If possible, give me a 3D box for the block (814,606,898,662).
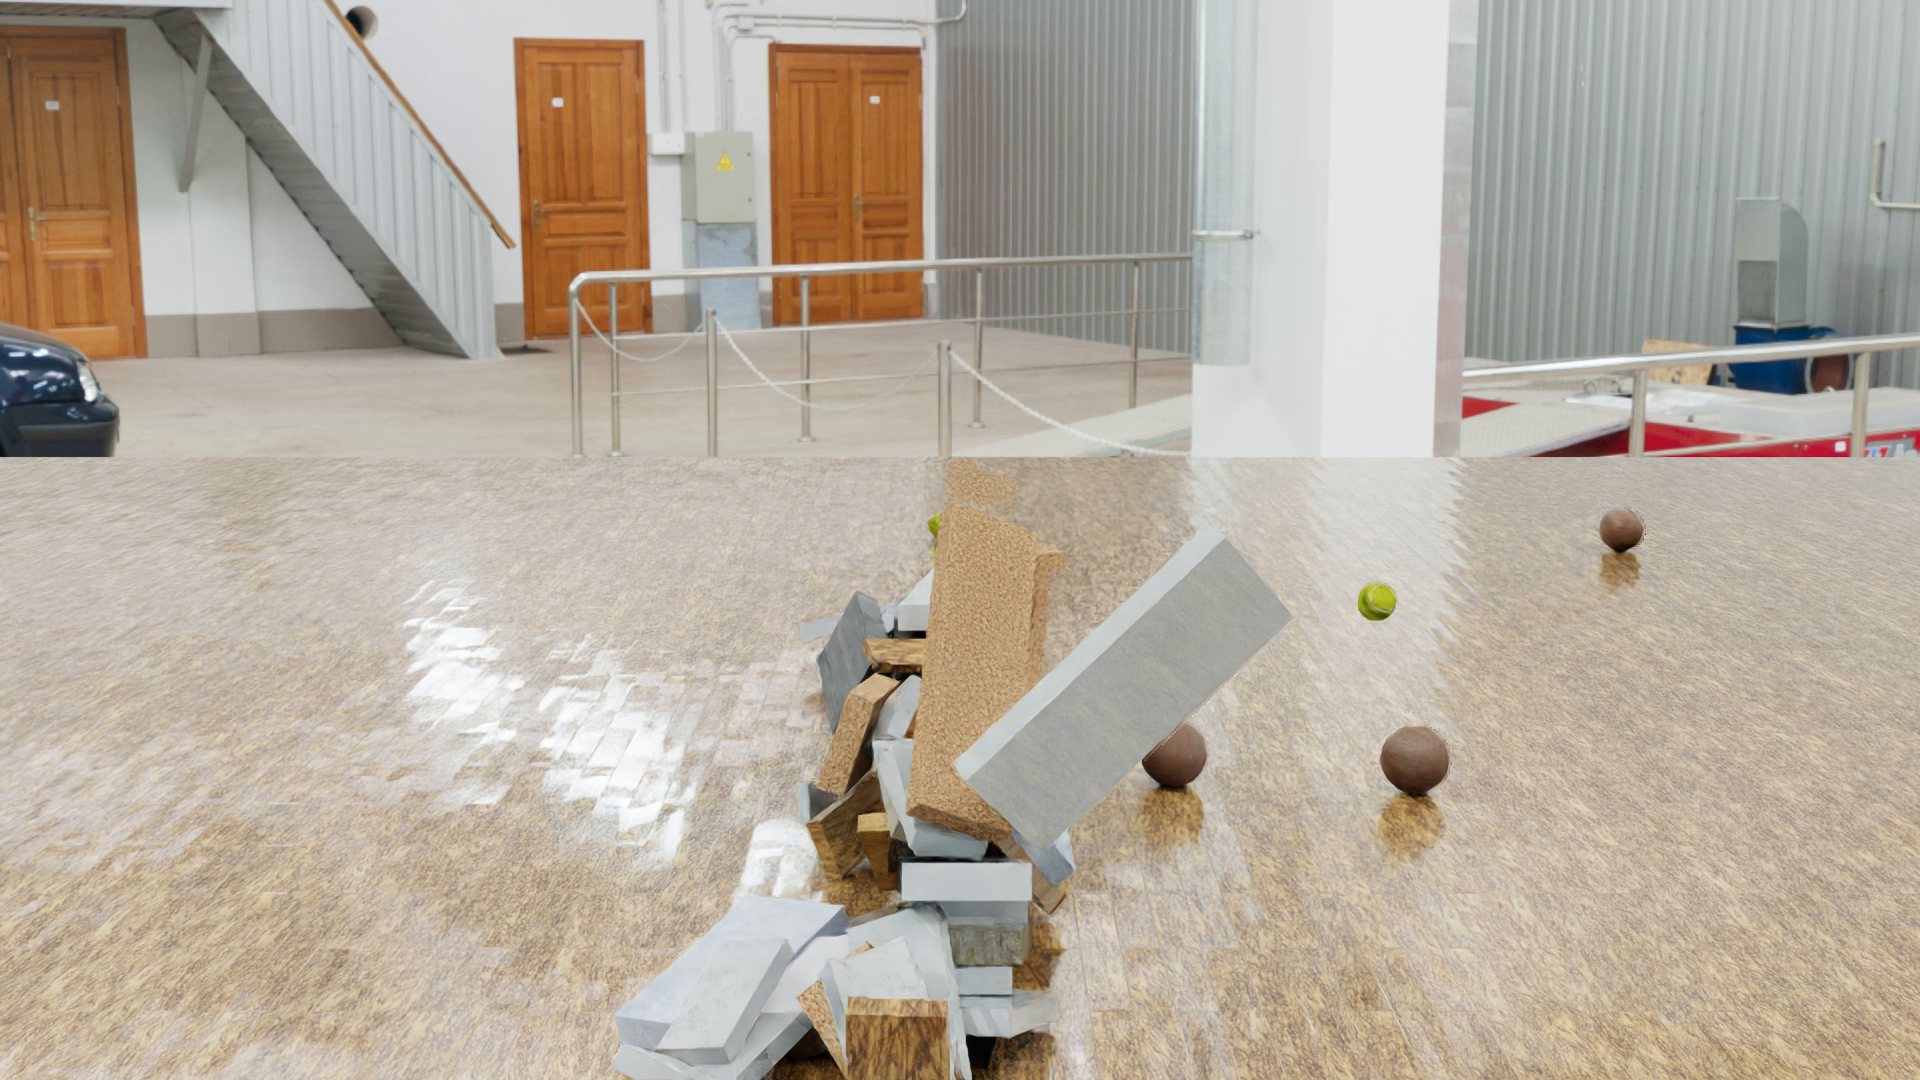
[{"bbox_3d":[-0.210,0.212,4.891,0.139,0.039,0.406,-31,-1,-21],"label":"block"}]

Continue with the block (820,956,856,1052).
[{"bbox_3d":[-0.139,0.583,2.702,0.018,0.130,0.065,-13,-22,-19],"label":"block"}]

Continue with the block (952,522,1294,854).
[{"bbox_3d":[0.216,0.197,2.893,0.459,0.171,0.049,-43,31,1],"label":"block"}]

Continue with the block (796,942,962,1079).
[{"bbox_3d":[-0.106,0.643,2.840,0.119,0.034,0.239,-38,47,-3],"label":"block"}]

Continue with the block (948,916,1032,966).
[{"bbox_3d":[0.013,0.590,3.247,0.172,0.049,0.345,-1,-7,4],"label":"block"}]

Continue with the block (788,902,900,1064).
[{"bbox_3d":[-0.162,0.631,3.159,0.171,0.049,0.343,-21,10,2],"label":"block"}]

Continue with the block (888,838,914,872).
[{"bbox_3d":[-0.049,0.469,3.393,0.108,0.031,0.216,2,-25,-5],"label":"block"}]

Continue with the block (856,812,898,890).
[{"bbox_3d":[-0.092,0.500,3.527,0.108,0.031,0.216,-4,-34,8],"label":"block"}]

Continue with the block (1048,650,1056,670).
[{"bbox_3d":[0.200,0.312,4.844,0.021,0.075,0.150,4,28,-1],"label":"block"}]

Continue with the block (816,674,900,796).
[{"bbox_3d":[-0.174,0.334,3.824,0.048,0.168,0.337,19,4,5],"label":"block"}]

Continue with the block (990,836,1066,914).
[{"bbox_3d":[0.056,0.472,3.480,0.040,0.284,0.142,-46,42,-14],"label":"block"}]

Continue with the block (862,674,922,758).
[{"bbox_3d":[-0.107,0.292,3.600,0.030,0.105,0.211,27,-19,-5],"label":"block"}]

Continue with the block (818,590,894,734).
[{"bbox_3d":[-0.201,0.240,4.232,0.048,0.168,0.337,25,15,-17],"label":"block"}]

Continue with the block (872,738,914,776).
[{"bbox_3d":[-0.038,0.384,3.655,0.172,0.049,0.387,-3,-14,3],"label":"block"}]

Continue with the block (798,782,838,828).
[{"bbox_3d":[-0.253,0.478,3.925,0.021,0.075,0.150,-7,-13,15],"label":"block"}]

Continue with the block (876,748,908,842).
[{"bbox_3d":[-0.057,0.383,3.213,0.108,0.031,0.216,19,18,-15],"label":"block"}]

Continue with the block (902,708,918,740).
[{"bbox_3d":[-0.080,0.344,3.836,0.030,0.105,0.211,17,-17,8],"label":"block"}]

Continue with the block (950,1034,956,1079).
[{"bbox_3d":[-0.042,0.651,2.668,0.065,0.130,0.018,12,25,17],"label":"block"}]

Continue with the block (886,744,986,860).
[{"bbox_3d":[-0.036,0.362,3.059,0.102,0.029,0.203,11,27,-19],"label":"block"}]

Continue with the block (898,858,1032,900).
[{"bbox_3d":[0.003,0.472,3.074,0.172,0.049,0.345,0,-7,-2],"label":"block"}]

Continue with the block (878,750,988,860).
[{"bbox_3d":[-0.040,0.373,3.101,0.102,0.029,0.203,8,29,-24],"label":"block"}]

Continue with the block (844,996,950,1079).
[{"bbox_3d":[-0.072,0.660,2.636,0.119,0.239,0.034,1,23,5],"label":"block"}]

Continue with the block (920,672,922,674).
[{"bbox_3d":[0.009,0.258,3.971,0.150,0.021,0.075,12,-14,42],"label":"block"}]

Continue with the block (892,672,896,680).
[{"bbox_3d":[-0.086,0.242,4.689,0.143,0.040,0.285,11,-29,-41],"label":"block"}]

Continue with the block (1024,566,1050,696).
[{"bbox_3d":[0.106,0.151,3.396,0.030,0.211,0.105,4,-8,13],"label":"block"}]

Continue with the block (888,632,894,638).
[{"bbox_3d":[-0.107,0.218,4.789,0.119,0.034,0.238,-8,-25,-43],"label":"block"}]

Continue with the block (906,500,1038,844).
[{"bbox_3d":[0.021,0.179,3.091,0.142,0.497,0.040,21,-38,-20],"label":"block"}]

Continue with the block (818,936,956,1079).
[{"bbox_3d":[-0.085,0.634,2.765,0.119,0.239,0.034,-23,-26,5],"label":"block"}]

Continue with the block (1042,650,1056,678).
[{"bbox_3d":[0.071,0.260,3.443,0.109,0.218,0.031,29,-24,-26],"label":"block"}]

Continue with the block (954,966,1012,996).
[{"bbox_3d":[0.003,0.624,3.162,0.131,0.037,0.261,0,-7,-2],"label":"block"}]

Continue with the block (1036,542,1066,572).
[{"bbox_3d":[0.094,0.029,4.531,0.139,0.039,0.278,-4,10,-23],"label":"block"}]

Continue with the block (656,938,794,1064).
[{"bbox_3d":[-0.314,0.620,2.962,0.105,0.030,0.211,-8,29,27],"label":"block"}]

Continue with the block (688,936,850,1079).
[{"bbox_3d":[-0.250,0.650,2.988,0.105,0.030,0.395,-7,17,32],"label":"block"}]

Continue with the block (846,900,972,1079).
[{"bbox_3d":[-0.068,0.613,2.891,0.130,0.037,0.261,-21,49,12],"label":"block"}]

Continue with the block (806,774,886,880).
[{"bbox_3d":[-0.179,0.494,3.806,0.030,0.105,0.211,-16,9,34],"label":"block"}]

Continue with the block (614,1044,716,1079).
[{"bbox_3d":[-0.308,0.693,2.729,0.231,0.033,0.116,18,-12,32],"label":"block"}]

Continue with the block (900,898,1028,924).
[{"bbox_3d":[0.001,0.559,3.399,0.172,0.049,0.345,0,-6,-4],"label":"block"}]

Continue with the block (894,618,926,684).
[{"bbox_3d":[-0.033,0.256,4.118,0.172,0.049,0.344,-3,31,-2],"label":"block"}]

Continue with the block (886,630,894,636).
[{"bbox_3d":[-0.215,0.259,5.146,0.147,0.042,0.294,-23,12,6],"label":"block"}]

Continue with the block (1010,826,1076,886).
[{"bbox_3d":[0.101,0.382,3.271,0.040,0.142,0.283,-35,20,10],"label":"block"}]

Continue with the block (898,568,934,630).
[{"bbox_3d":[0.002,0.109,4.337,0.168,0.048,0.458,-1,9,9],"label":"block"}]

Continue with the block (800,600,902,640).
[{"bbox_3d":[-0.222,0.185,5.167,0.278,0.039,0.139,-14,-4,26],"label":"block"}]

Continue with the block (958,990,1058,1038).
[{"bbox_3d":[0.039,0.646,3.017,0.131,0.037,0.261,0,-6,16],"label":"block"}]

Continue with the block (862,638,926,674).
[{"bbox_3d":[-0.099,0.215,4.069,0.150,0.021,0.075,3,34,-28],"label":"block"}]

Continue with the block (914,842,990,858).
[{"bbox_3d":[-0.014,0.482,3.328,0.112,0.032,0.225,0,-21,-1],"label":"block"}]

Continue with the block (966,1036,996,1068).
[{"bbox_3d":[0.017,0.688,2.999,0.056,0.016,0.112,3,11,7],"label":"block"}]

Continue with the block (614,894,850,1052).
[{"bbox_3d":[-0.320,0.620,3.148,0.171,0.049,0.343,1,21,30],"label":"block"}]
